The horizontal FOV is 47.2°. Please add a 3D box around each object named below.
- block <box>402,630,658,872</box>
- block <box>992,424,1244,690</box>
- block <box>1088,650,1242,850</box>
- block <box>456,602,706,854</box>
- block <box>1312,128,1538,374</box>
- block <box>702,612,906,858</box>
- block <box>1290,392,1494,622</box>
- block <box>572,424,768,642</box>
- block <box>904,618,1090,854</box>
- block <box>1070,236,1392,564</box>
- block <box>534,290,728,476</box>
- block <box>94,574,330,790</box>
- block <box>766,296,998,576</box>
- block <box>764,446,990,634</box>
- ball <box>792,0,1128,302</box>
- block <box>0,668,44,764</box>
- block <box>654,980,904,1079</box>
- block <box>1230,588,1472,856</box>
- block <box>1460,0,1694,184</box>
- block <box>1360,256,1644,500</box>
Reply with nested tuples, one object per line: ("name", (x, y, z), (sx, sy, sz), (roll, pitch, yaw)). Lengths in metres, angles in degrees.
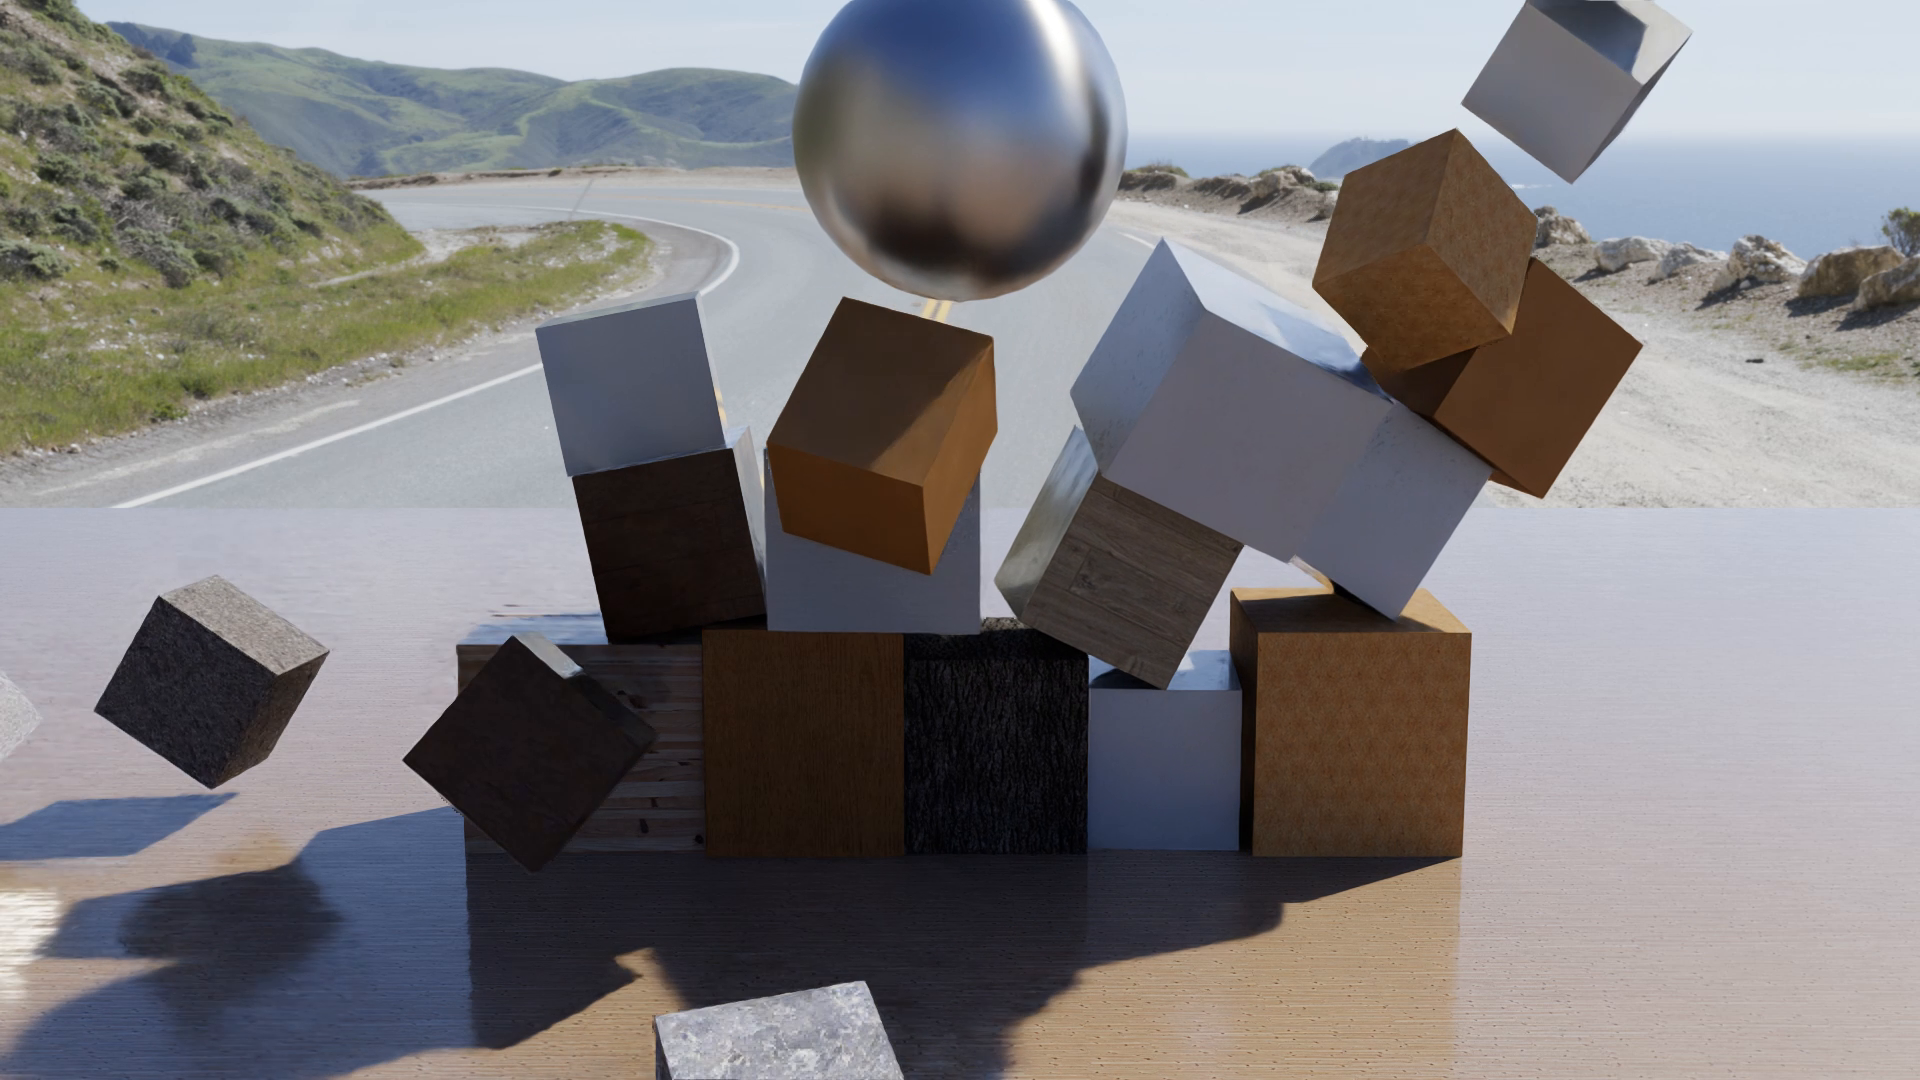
("block", (-1.899, 0.926, 9.827), (0.741, 0.718, 0.681), (41, -2, -1))
("block", (0.804, 0.076, 11.099), (0.831, 0.921, 0.817), (26, 8, -13))
("block", (1.035, 1.068, 11.383), (0.763, 0.825, 0.872), (0, 10, 3))
("block", (-1.867, 0.949, 11.363), (1.202, 1.068, 0.997), (0, 10, 0))
("block", (2.244, -1.384, 10.596), (0.688, 0.751, 0.672), (40, -36, -27))
("block", (-0.765, 0.904, 11.363), (0.980, 1.156, 1.134), (0, 10, 0))
("block", (2.006, -0.237, 11.179), (0.783, 0.906, 0.747), (33, 1, -17))
("block", (-1.419, -0.050, 11.175), (0.797, 0.834, 0.874), (-10, 10, 2))
("block", (0.181, 0.989, 11.350), (0.908, 0.994, 0.986), (0, 10, 0))
("block", (1.278, -0.689, 10.645), (1.035, 0.921, 1.048), (24, 21, -17))
("block", (-1.631, -0.800, 11.058), (0.785, 0.735, 0.747), (-11, 10, -3))
("block", (-3.956, 0.743, 11.670), (0.746, 0.735, 0.649), (33, 12, 2))
("block", (-0.334, -0.475, 10.014), (0.733, 0.698, 0.874), (16, 58, 13))
("block", (-0.390, -0.118, 11.032), (1.034, 0.906, 1.018), (1, 15, 3))
("ball", (0.000, -1.936, 10.456), (1.600, 1.600, 1.600), (0, 10, 0))
("block", (-5.345, 0.954, 11.408), (0.633, 0.651, 0.616), (-20, 25, 28))
("block", (-0.531, 1.883, 6.753), (0.674, 0.629, 0.720), (-7, 32, -16))
("block", (1.972, 0.914, 11.355), (1.042, 1.139, 1.098), (0, 10, 0))
("block", (3.054, -2.340, 10.899), (0.686, 0.671, 0.666), (39, 50, 10))
("block", (2.684, -0.882, 11.164), (0.792, 0.913, 0.912), (33, 1, -23))
